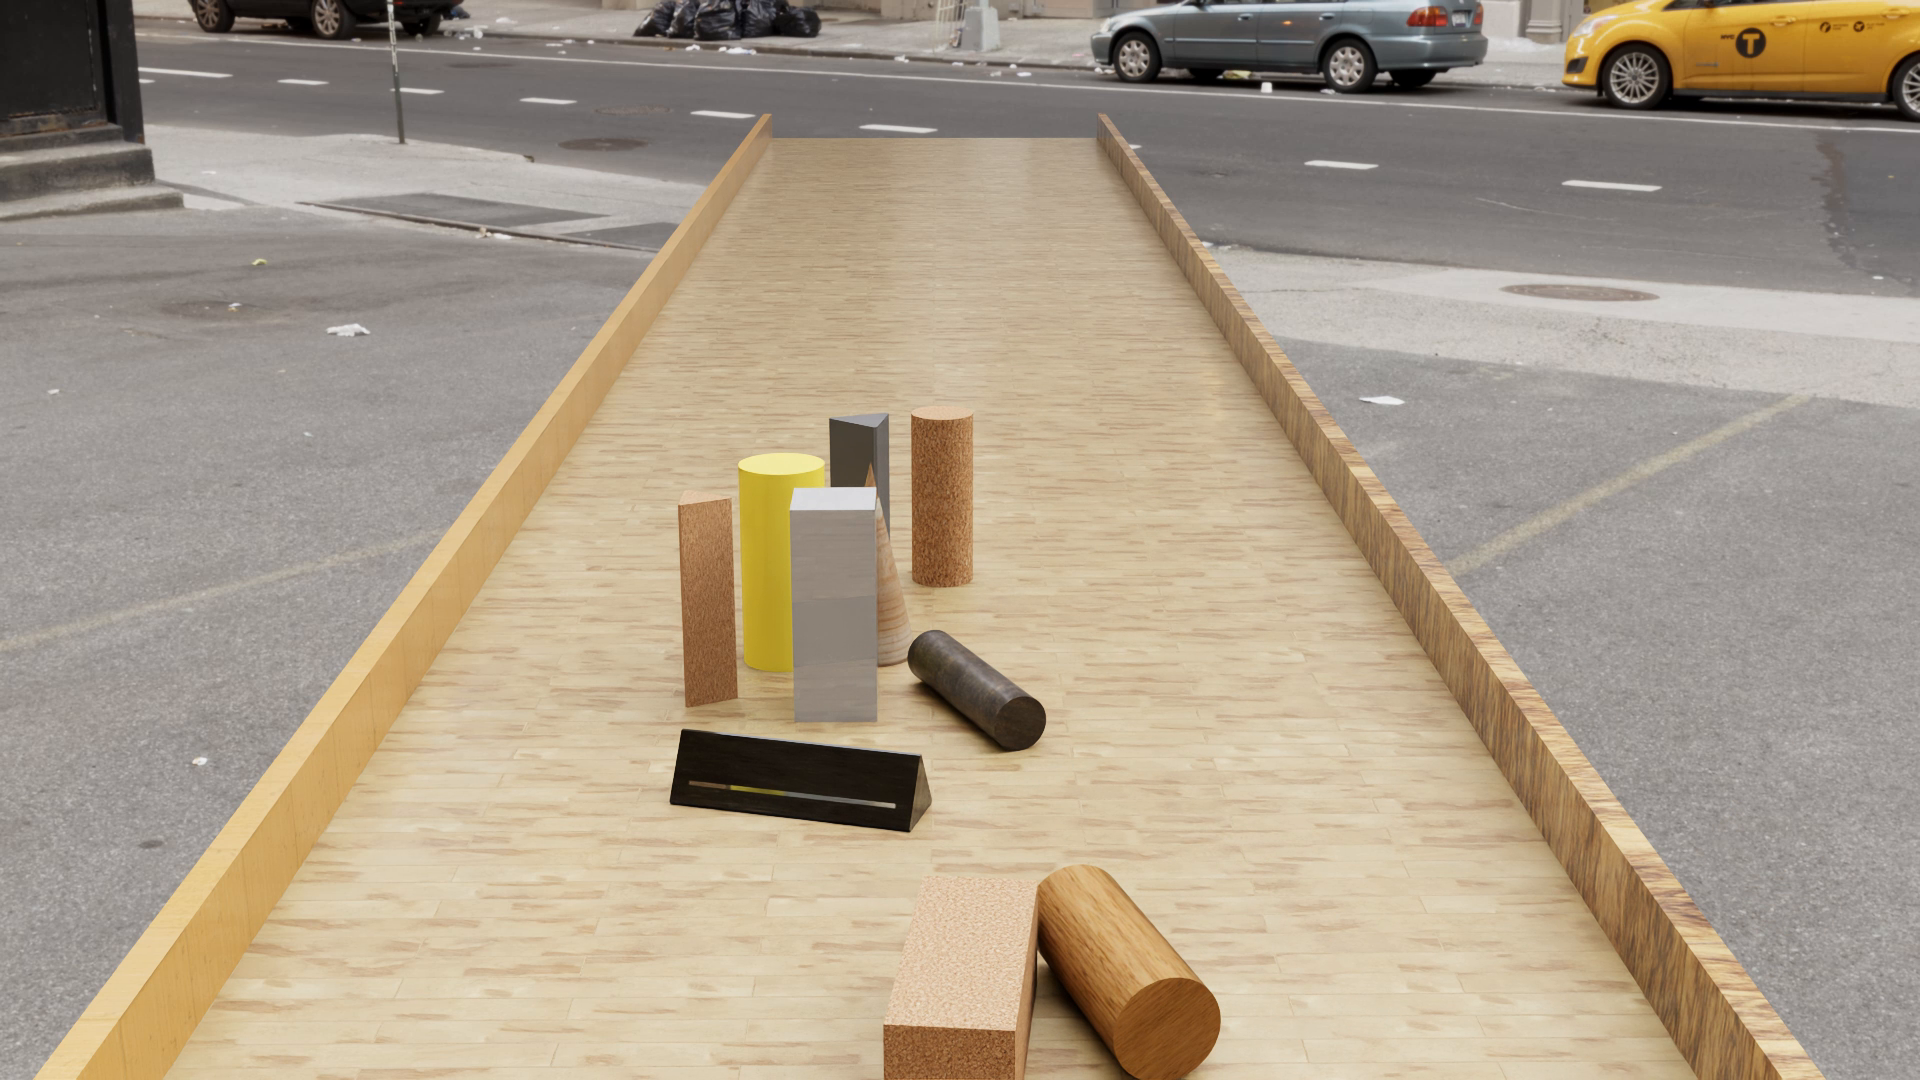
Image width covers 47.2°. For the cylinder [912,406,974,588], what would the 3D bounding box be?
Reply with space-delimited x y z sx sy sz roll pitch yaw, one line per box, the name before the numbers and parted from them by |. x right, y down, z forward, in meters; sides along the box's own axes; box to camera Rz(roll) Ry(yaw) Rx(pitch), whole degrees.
cylinder | -0.039 -0.097 4.884 0.137 0.381 0.137 0 17 0

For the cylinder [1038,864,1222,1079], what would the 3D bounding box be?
cylinder | 0.216 0.584 3.000 0.150 0.150 0.355 -5 17 -16

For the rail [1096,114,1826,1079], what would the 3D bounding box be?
rail | 0.932 -0.844 7.801 0.050 0.150 12.000 0 17 -1

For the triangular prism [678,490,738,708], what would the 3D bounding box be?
triangular prism | -0.494 0.107 4.167 0.106 0.398 0.092 -9 19 -28

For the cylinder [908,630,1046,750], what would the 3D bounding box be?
cylinder | 0.027 0.277 4.115 0.104 0.104 0.402 -7 18 -23

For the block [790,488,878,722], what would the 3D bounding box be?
block | -0.232 0.120 4.103 0.154 0.410 0.154 0 17 -1

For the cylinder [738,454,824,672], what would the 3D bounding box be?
cylinder | -0.350 0.044 4.372 0.169 0.404 0.169 0 17 0

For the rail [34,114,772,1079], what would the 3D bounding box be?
rail | -1.118 -0.838 7.780 0.050 0.150 12.000 0 17 -1

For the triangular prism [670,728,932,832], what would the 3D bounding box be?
triangular prism | -0.269 0.391 3.707 0.425 0.110 0.128 5 17 15

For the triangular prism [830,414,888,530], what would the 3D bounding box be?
triangular prism | -0.188 -0.052 4.659 0.129 0.424 0.112 13 21 38

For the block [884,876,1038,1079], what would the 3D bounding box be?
block | 0.008 0.609 2.895 0.161 0.161 0.423 2 17 5

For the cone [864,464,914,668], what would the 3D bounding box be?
cone | -0.177 0.035 4.393 0.178 0.401 0.178 0 19 0
